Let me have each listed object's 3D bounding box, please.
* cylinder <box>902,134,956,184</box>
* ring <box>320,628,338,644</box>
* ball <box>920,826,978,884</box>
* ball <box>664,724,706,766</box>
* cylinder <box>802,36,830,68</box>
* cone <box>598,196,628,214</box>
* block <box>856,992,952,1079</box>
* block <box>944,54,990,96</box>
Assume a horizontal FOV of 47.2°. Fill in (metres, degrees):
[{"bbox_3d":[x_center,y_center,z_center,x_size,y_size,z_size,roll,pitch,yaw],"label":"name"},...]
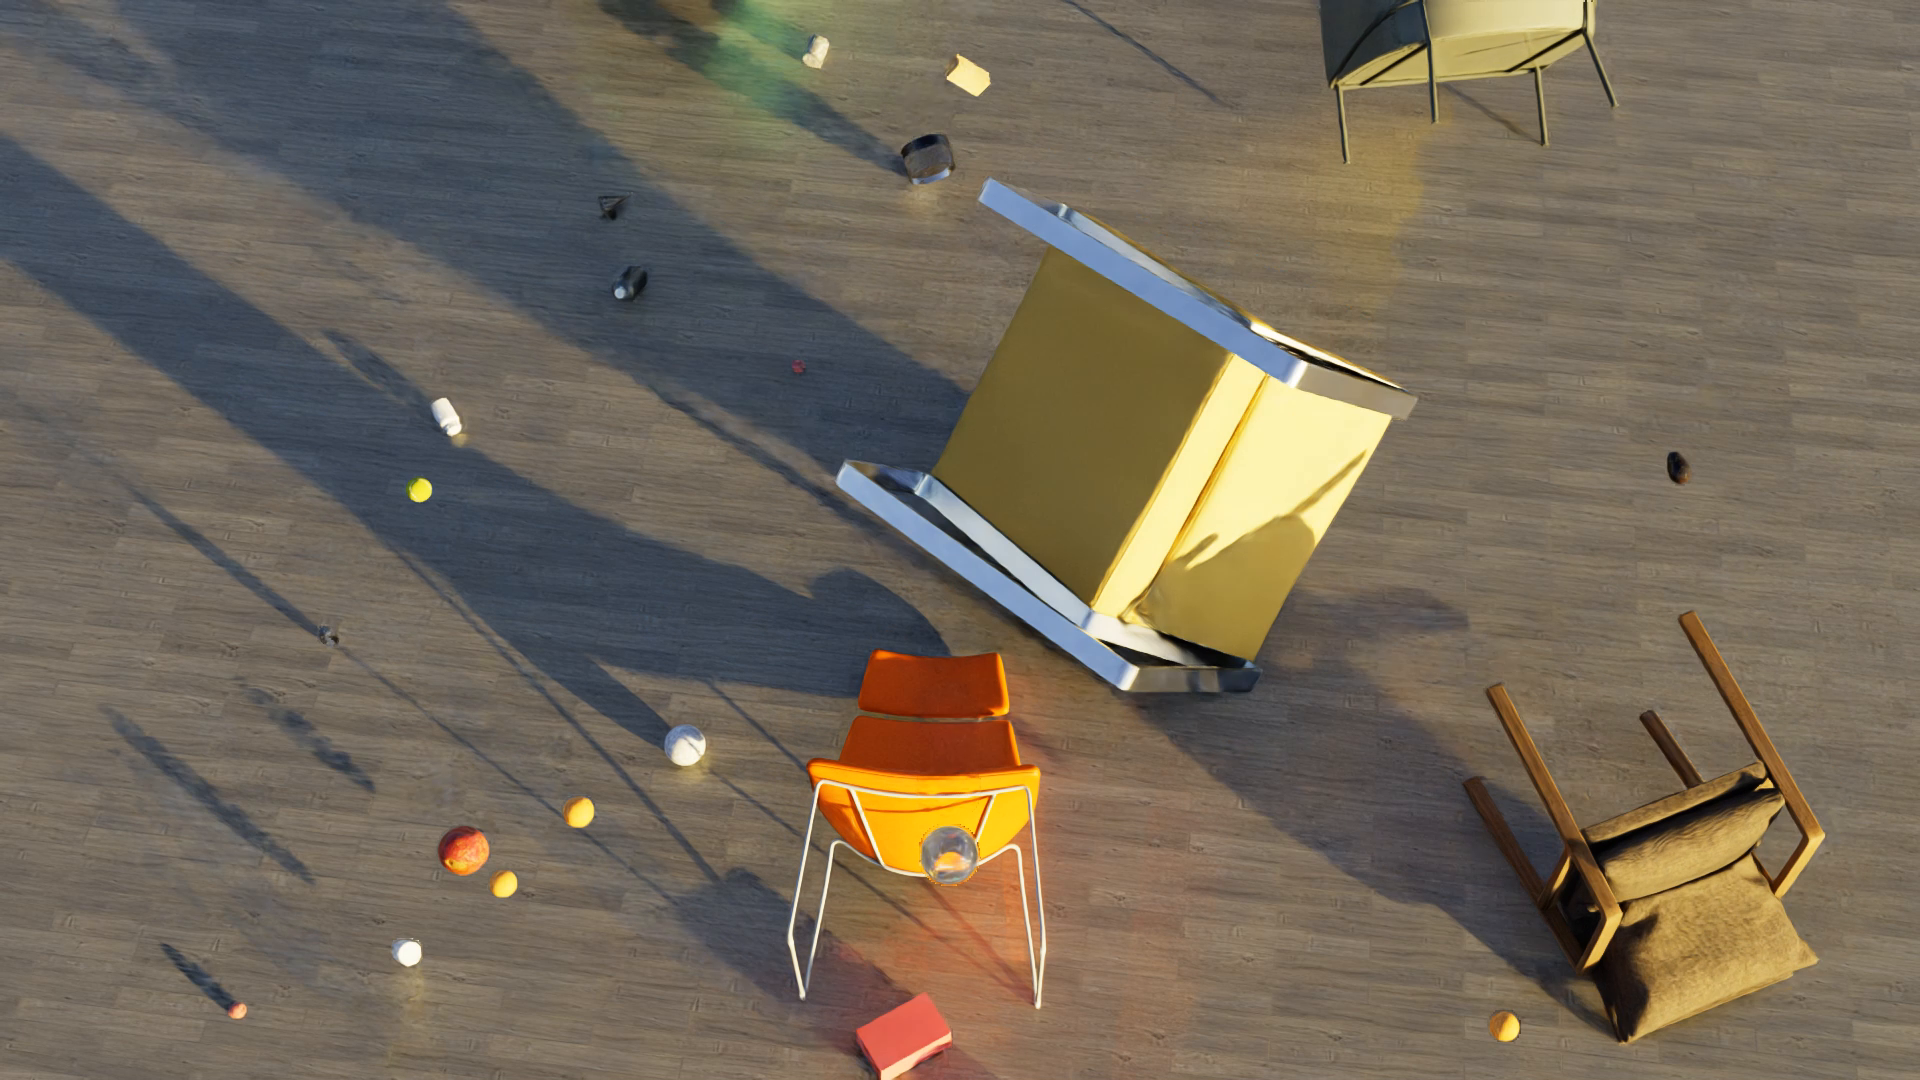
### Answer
[{"bbox_3d":[-0.104,-1.259,7.276,0.158,0.216,0.101,-16,85,-8],"label":"cylinder"},{"bbox_3d":[-1.815,0.278,6.321,0.049,0.111,0.027,-11,77,-26],"label":"ring"},{"bbox_3d":[-0.024,0.707,4.945,0.131,0.131,0.131,0,56,0],"label":"ball"},{"bbox_3d":[-0.766,0.570,6.122,0.115,0.115,0.115,0,56,0],"label":"ball"},{"bbox_3d":[-0.503,-1.707,7.685,0.071,0.053,0.103,31,50,-16],"label":"cylinder"},{"bbox_3d":[-1.139,-1.126,7.285,0.103,0.061,0.085,-22,19,-13],"label":"cone"},{"bbox_3d":[-0.144,1.281,5.662,0.207,0.081,0.130,-26,57,-16],"label":"block"},{"bbox_3d":[0.024,-1.547,7.323,0.135,0.068,0.058,24,40,-34],"label":"block"}]
